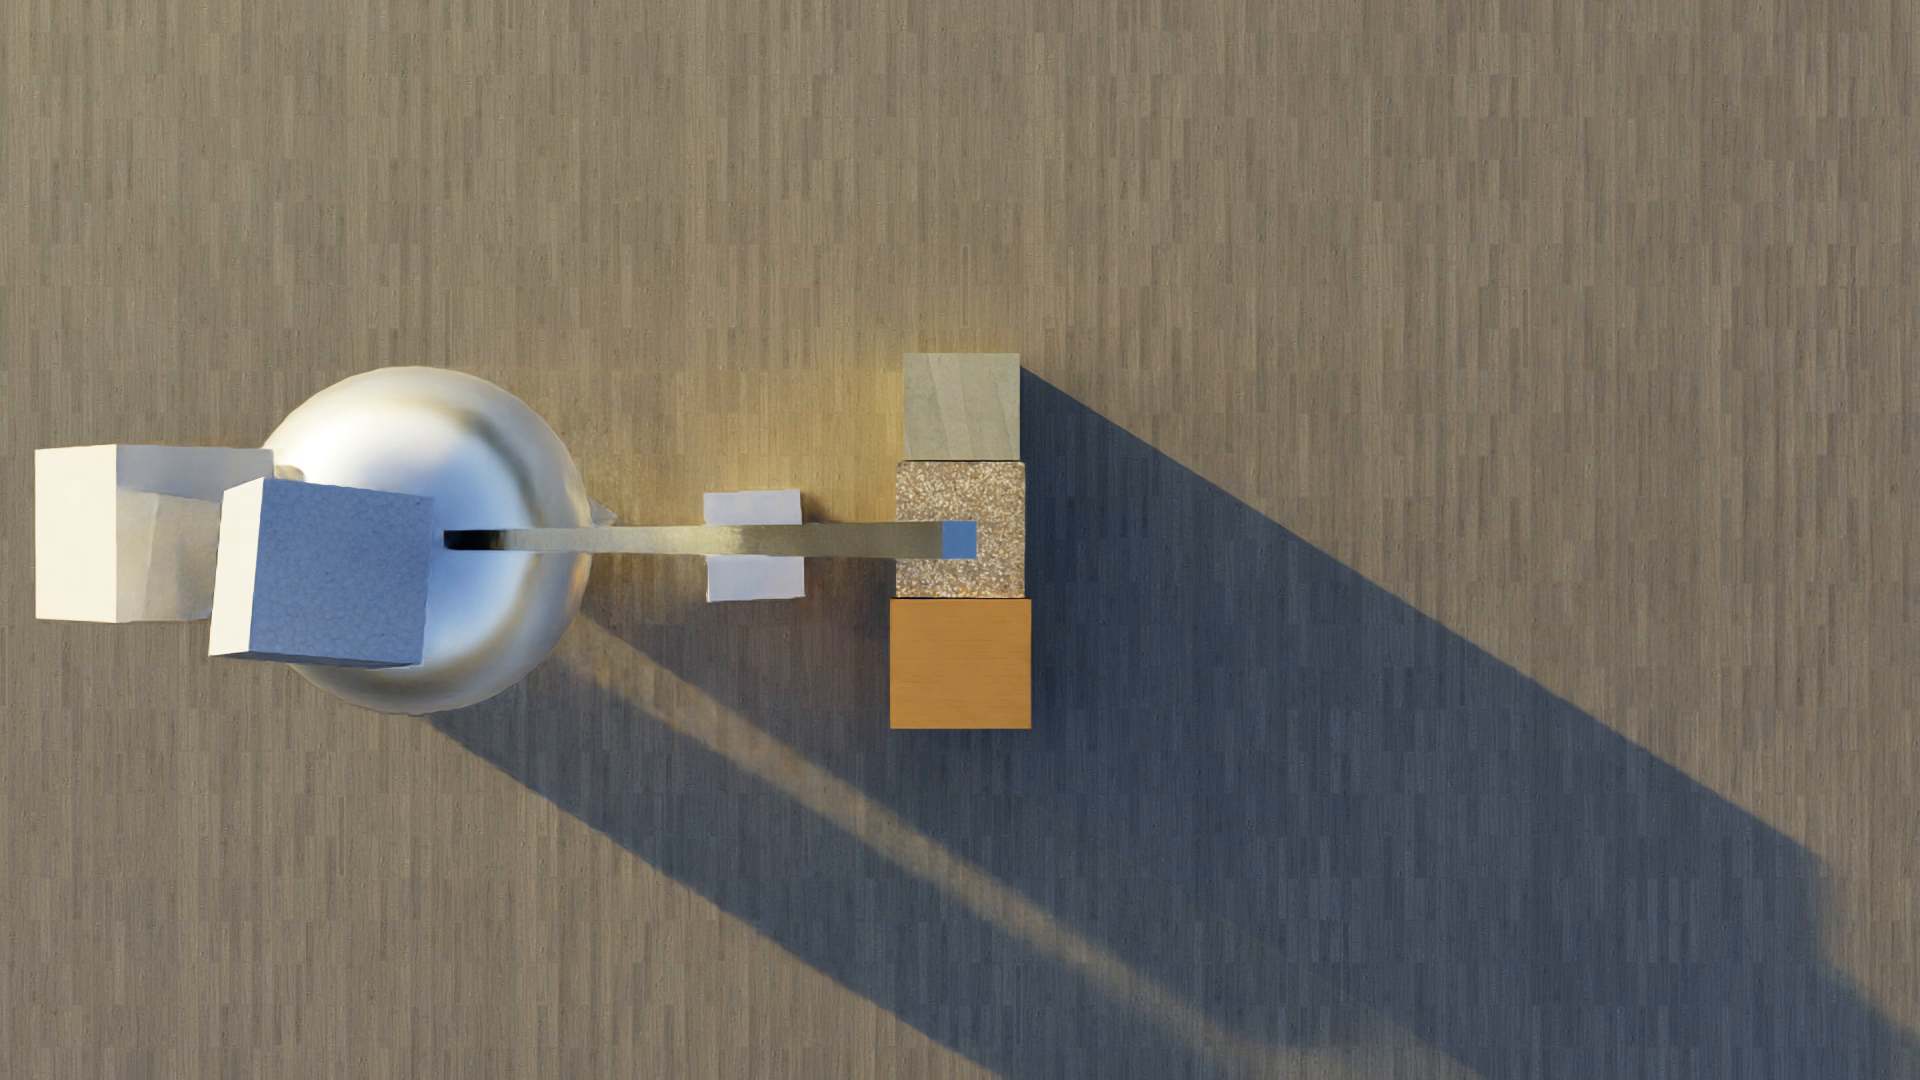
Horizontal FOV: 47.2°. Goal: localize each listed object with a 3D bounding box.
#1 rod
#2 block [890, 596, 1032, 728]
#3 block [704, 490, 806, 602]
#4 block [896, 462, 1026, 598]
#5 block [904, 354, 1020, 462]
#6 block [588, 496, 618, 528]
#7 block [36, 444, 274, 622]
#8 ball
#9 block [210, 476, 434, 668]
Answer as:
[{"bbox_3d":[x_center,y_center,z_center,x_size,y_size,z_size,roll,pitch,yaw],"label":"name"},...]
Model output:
[{"bbox_3d":[-1.080,0.000,7.009,0.080,5.200,0.080,0,90,-25],"label":"rod"},{"bbox_3d":[0.004,0.688,12.598,0.783,0.803,0.715,0,90,0],"label":"block"},{"bbox_3d":[-1.182,0.033,12.707,0.543,0.534,0.613,-3,90,-4],"label":"block"},{"bbox_3d":[0.002,-0.058,12.636,0.721,0.727,0.758,0,90,0],"label":"block"},{"bbox_3d":[0.009,-0.747,12.655,0.650,0.691,0.597,0,90,0],"label":"block"},{"bbox_3d":[-2.434,-0.019,12.664,0.571,0.605,0.618,34,97,0],"label":"block"},{"bbox_3d":[-3.454,-0.028,9.432,0.752,0.696,0.721,0,90,44],"label":"block"},{"bbox_3d":[-2.493,0.000,10.102,1.600,1.600,1.600,0,90,0],"label":"ball"},{"bbox_3d":[-2.567,0.148,8.841,0.680,0.604,0.671,7,82,-32],"label":"block"}]
